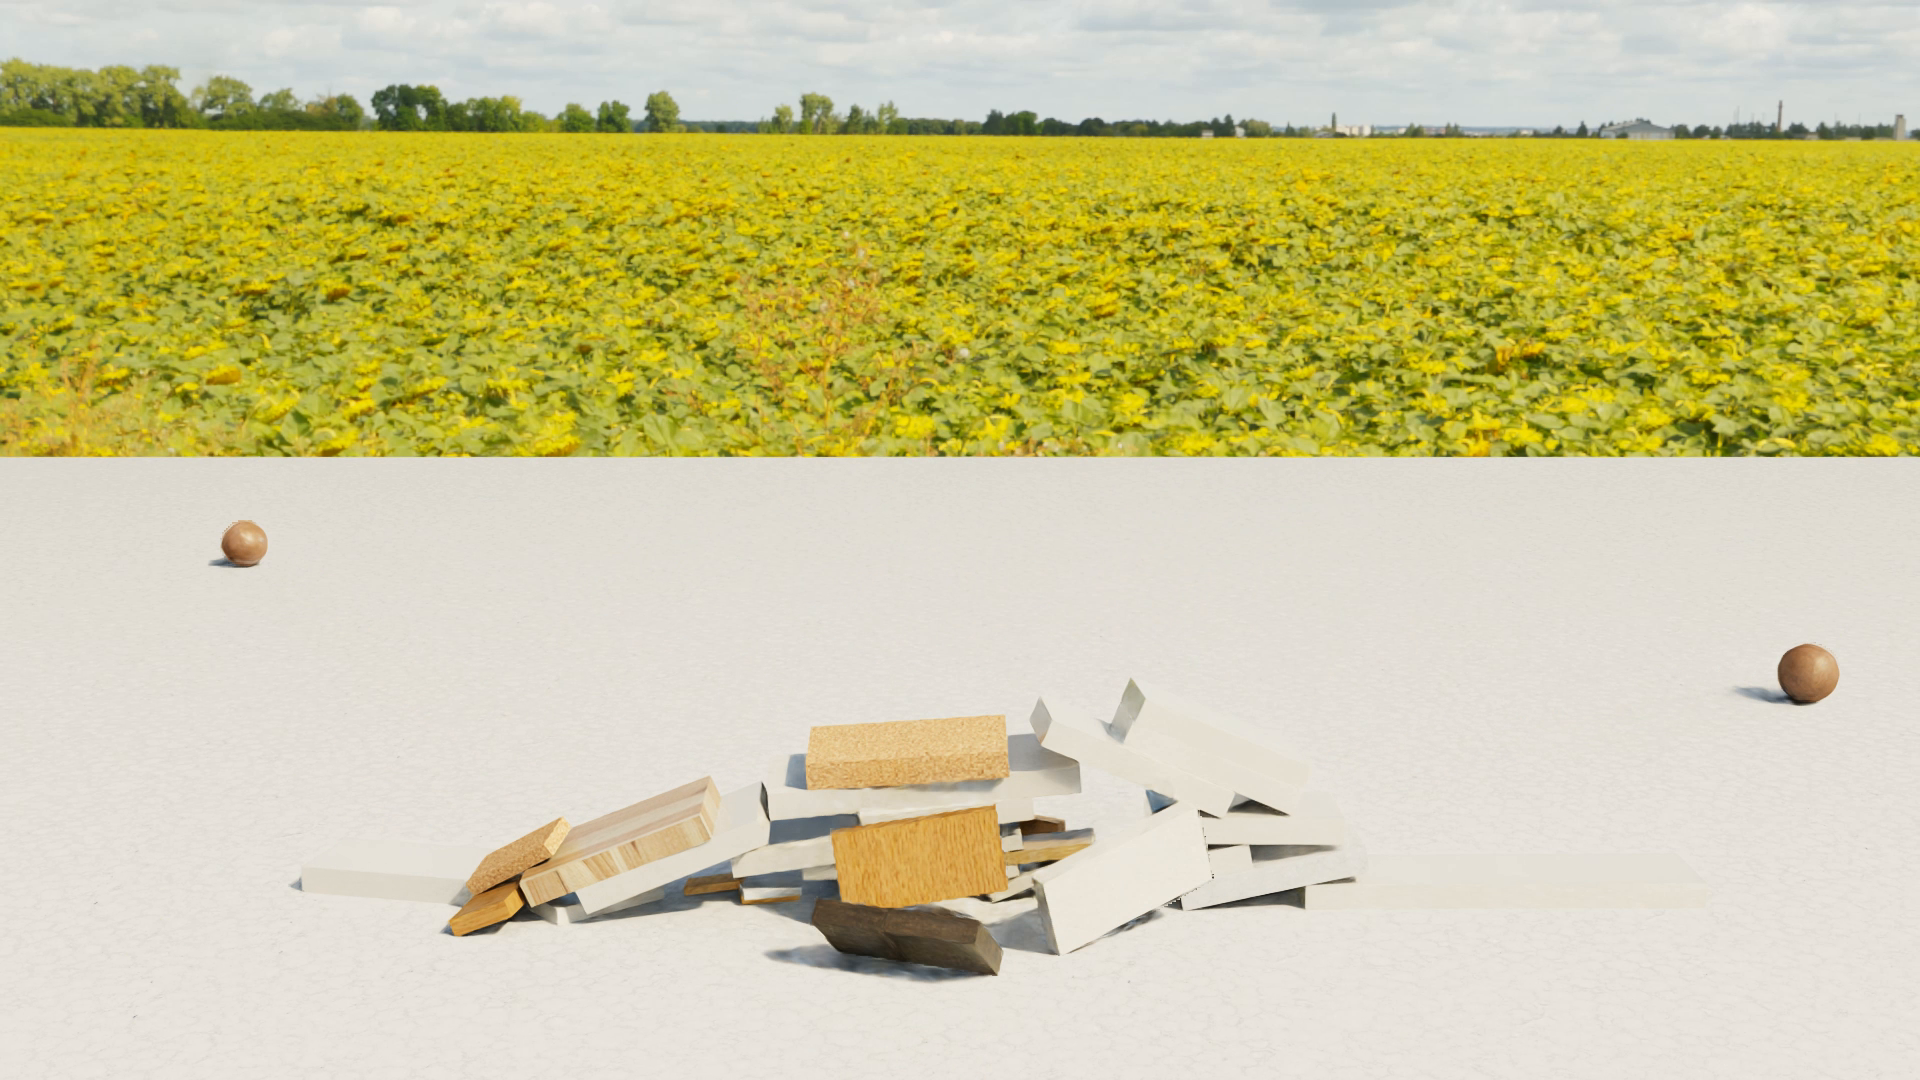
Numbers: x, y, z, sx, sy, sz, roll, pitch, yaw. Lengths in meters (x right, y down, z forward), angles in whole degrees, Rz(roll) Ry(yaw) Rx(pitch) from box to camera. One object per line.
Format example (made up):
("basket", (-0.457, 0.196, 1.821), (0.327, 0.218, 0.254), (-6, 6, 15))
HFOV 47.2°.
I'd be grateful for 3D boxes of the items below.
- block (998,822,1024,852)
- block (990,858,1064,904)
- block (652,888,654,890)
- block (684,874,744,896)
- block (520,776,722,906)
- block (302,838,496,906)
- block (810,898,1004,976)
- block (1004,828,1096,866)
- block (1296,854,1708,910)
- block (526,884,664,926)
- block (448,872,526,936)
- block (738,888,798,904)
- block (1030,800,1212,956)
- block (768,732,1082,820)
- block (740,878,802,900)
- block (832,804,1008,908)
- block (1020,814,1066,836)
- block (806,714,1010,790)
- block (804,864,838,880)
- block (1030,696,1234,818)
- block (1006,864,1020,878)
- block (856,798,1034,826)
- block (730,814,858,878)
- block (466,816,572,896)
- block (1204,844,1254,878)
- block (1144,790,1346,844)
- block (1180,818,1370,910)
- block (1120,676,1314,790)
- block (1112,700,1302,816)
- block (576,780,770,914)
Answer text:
("block", (0.008, 0.494, 3.652), (0.184, 0.026, 0.092), (-8, 17, -1))
("block", (0.119, 0.552, 3.655), (0.152, 0.022, 0.076), (-23, 10, 3))
("block", (-0.421, 0.504, 3.614), (0.201, 0.028, 0.100), (-23, 16, 1))
("block", (-0.411, 0.574, 3.678), (0.095, 0.013, 0.047), (-8, 10, 5))
("block", (-0.546, 0.485, 3.554), (0.314, 0.044, 0.157), (-21, 17, 7))
("block", (-0.929, 0.559, 3.714), (0.314, 0.044, 0.157), (2, 11, 13))
("block", (-0.079, 0.598, 3.316), (0.263, 0.037, 0.131), (4, -29, 21))
("block", (0.147, 0.508, 3.647), (0.152, 0.022, 0.076), (-8, 11, 7))
("block", (0.892, 0.569, 3.666), (0.658, 0.043, 0.152), (0, 11, -1))
("block", (-0.599, 0.585, 3.618), (0.201, 0.028, 0.100), (-9, 14, -39))
("block", (-0.742, 0.578, 3.558), (0.100, 0.028, 0.201), (-21, 7, 11))
("block", (-0.317, 0.587, 3.649), (0.095, 0.013, 0.047), (-2, 11, -11))
("block", (0.254, 0.527, 3.436), (0.287, 0.131, 0.037), (-23, 23, -22))
("block", (-0.062, 0.386, 3.625), (0.506, 0.046, 0.162), (-5, 17, -3))
("block", (-0.313, 0.577, 3.630), (0.094, 0.013, 0.047), (-3, 11, -15))
("block", (-0.063, 0.507, 3.485), (0.263, 0.131, 0.037), (-9, 4, 0))
("block", (0.101, 0.517, 3.825), (0.172, 0.086, 0.024), (6, 12, 31))
("block", (-0.085, 0.347, 3.601), (0.325, 0.046, 0.162), (-4, 17, 1))
("block", (-0.167, 0.533, 3.649), (0.184, 0.026, 0.092), (1, 17, -2))
("block", (0.280, 0.355, 3.608), (0.325, 0.046, 0.162), (22, 7, -9))
("block", (0.023, 0.558, 3.666), (0.152, 0.022, 0.076), (-17, 10, 2))
("block", (-0.029, 0.430, 3.621), (0.282, 0.040, 0.141), (-6, 17, -6))
("block", (-0.185, 0.486, 3.649), (0.384, 0.040, 0.141), (-8, 17, -1))
("block", (-0.719, 0.515, 3.582), (0.172, 0.024, 0.086), (-28, 16, 22))
("block", (0.319, 0.534, 3.654), (0.310, 0.044, 0.155), (-12, 10, 0))
("block", (0.468, 0.459, 3.642), (0.310, 0.044, 0.155), (1, 10, -1))
("block", (0.511, 0.537, 3.654), (0.310, 0.044, 0.155), (-12, 10, 2))
("block", (0.422, 0.318, 3.626), (0.303, 0.043, 0.152), (22, 7, -8))
("block", (0.405, 0.357, 3.628), (0.303, 0.043, 0.152), (23, 7, -6))
("block", (-0.460, 0.496, 3.562), (0.314, 0.044, 0.157), (-22, 16, 5))
